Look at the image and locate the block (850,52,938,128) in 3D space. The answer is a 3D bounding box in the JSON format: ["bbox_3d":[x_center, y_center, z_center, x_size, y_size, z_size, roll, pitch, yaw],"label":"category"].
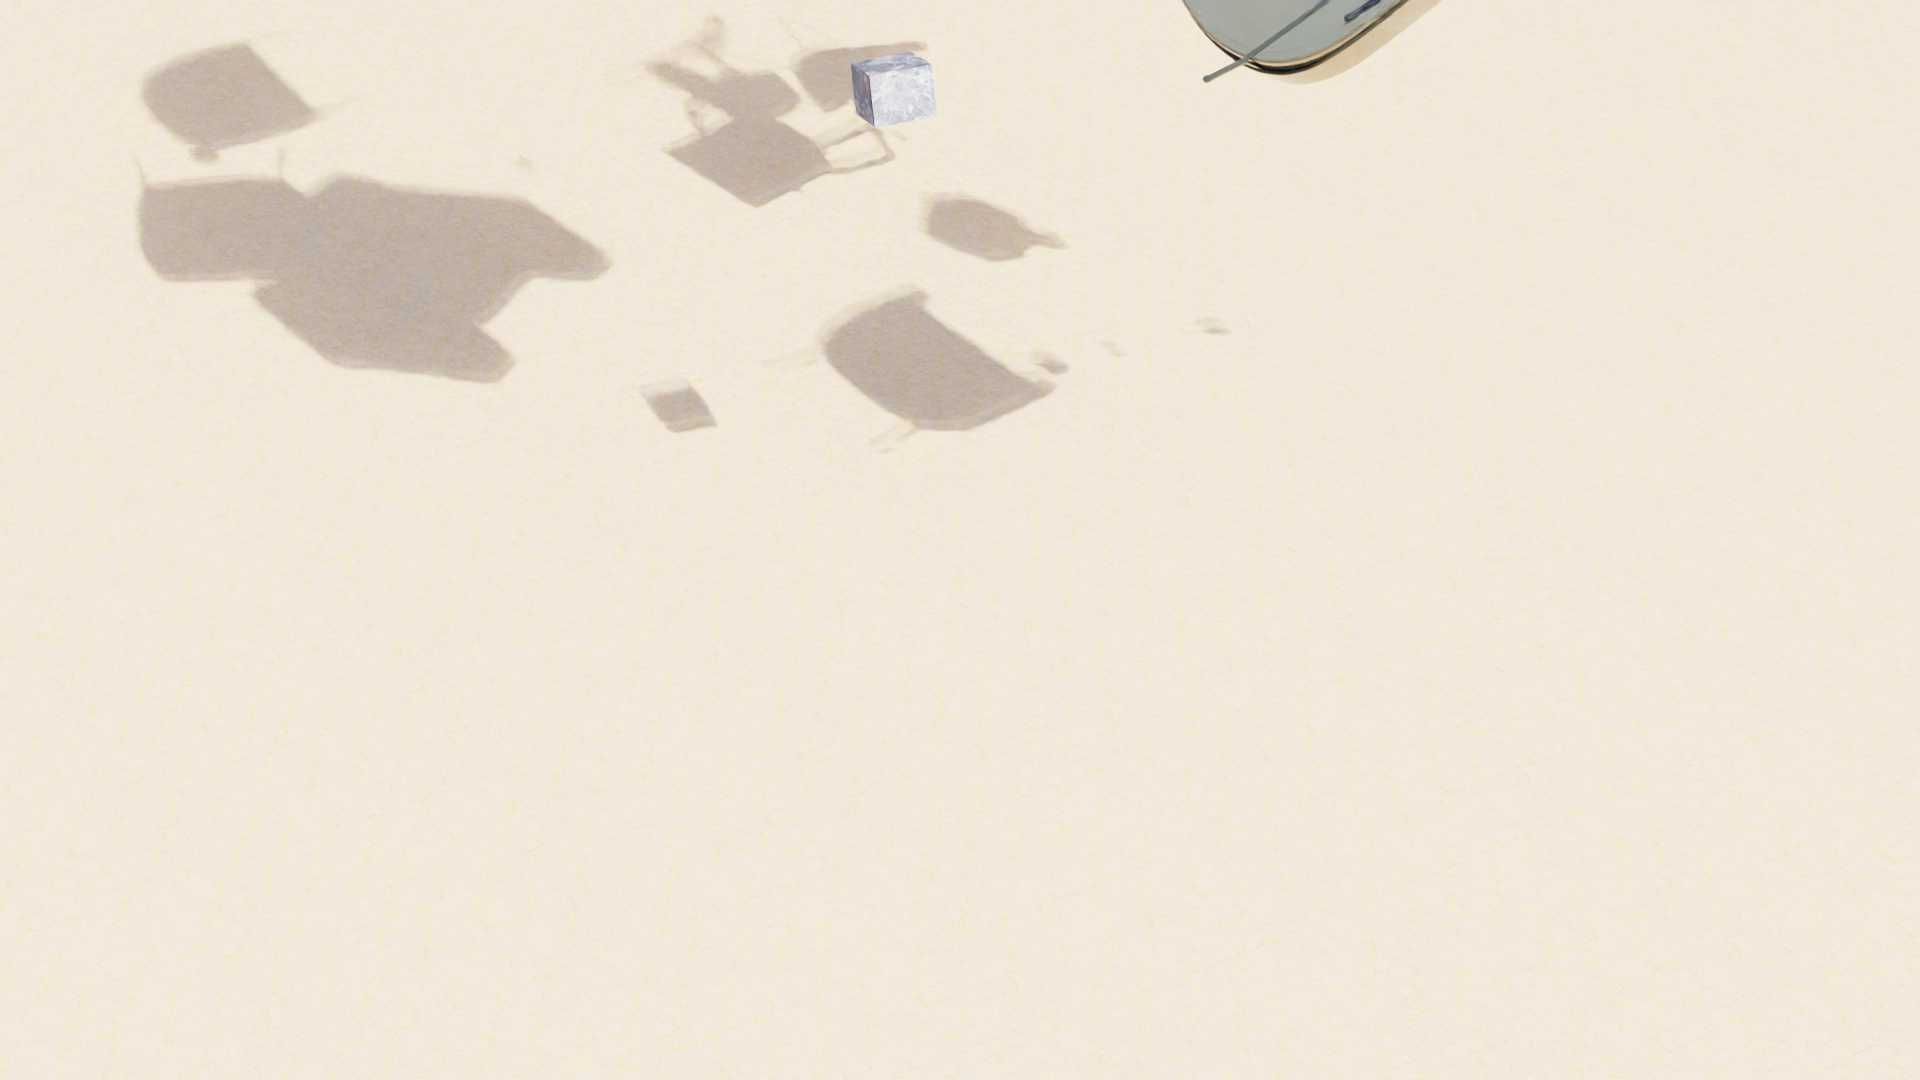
[{"bbox_3d":[-0.204,-1.385,9.014,0.200,0.162,0.193,-13,25,-16],"label":"block"}]
